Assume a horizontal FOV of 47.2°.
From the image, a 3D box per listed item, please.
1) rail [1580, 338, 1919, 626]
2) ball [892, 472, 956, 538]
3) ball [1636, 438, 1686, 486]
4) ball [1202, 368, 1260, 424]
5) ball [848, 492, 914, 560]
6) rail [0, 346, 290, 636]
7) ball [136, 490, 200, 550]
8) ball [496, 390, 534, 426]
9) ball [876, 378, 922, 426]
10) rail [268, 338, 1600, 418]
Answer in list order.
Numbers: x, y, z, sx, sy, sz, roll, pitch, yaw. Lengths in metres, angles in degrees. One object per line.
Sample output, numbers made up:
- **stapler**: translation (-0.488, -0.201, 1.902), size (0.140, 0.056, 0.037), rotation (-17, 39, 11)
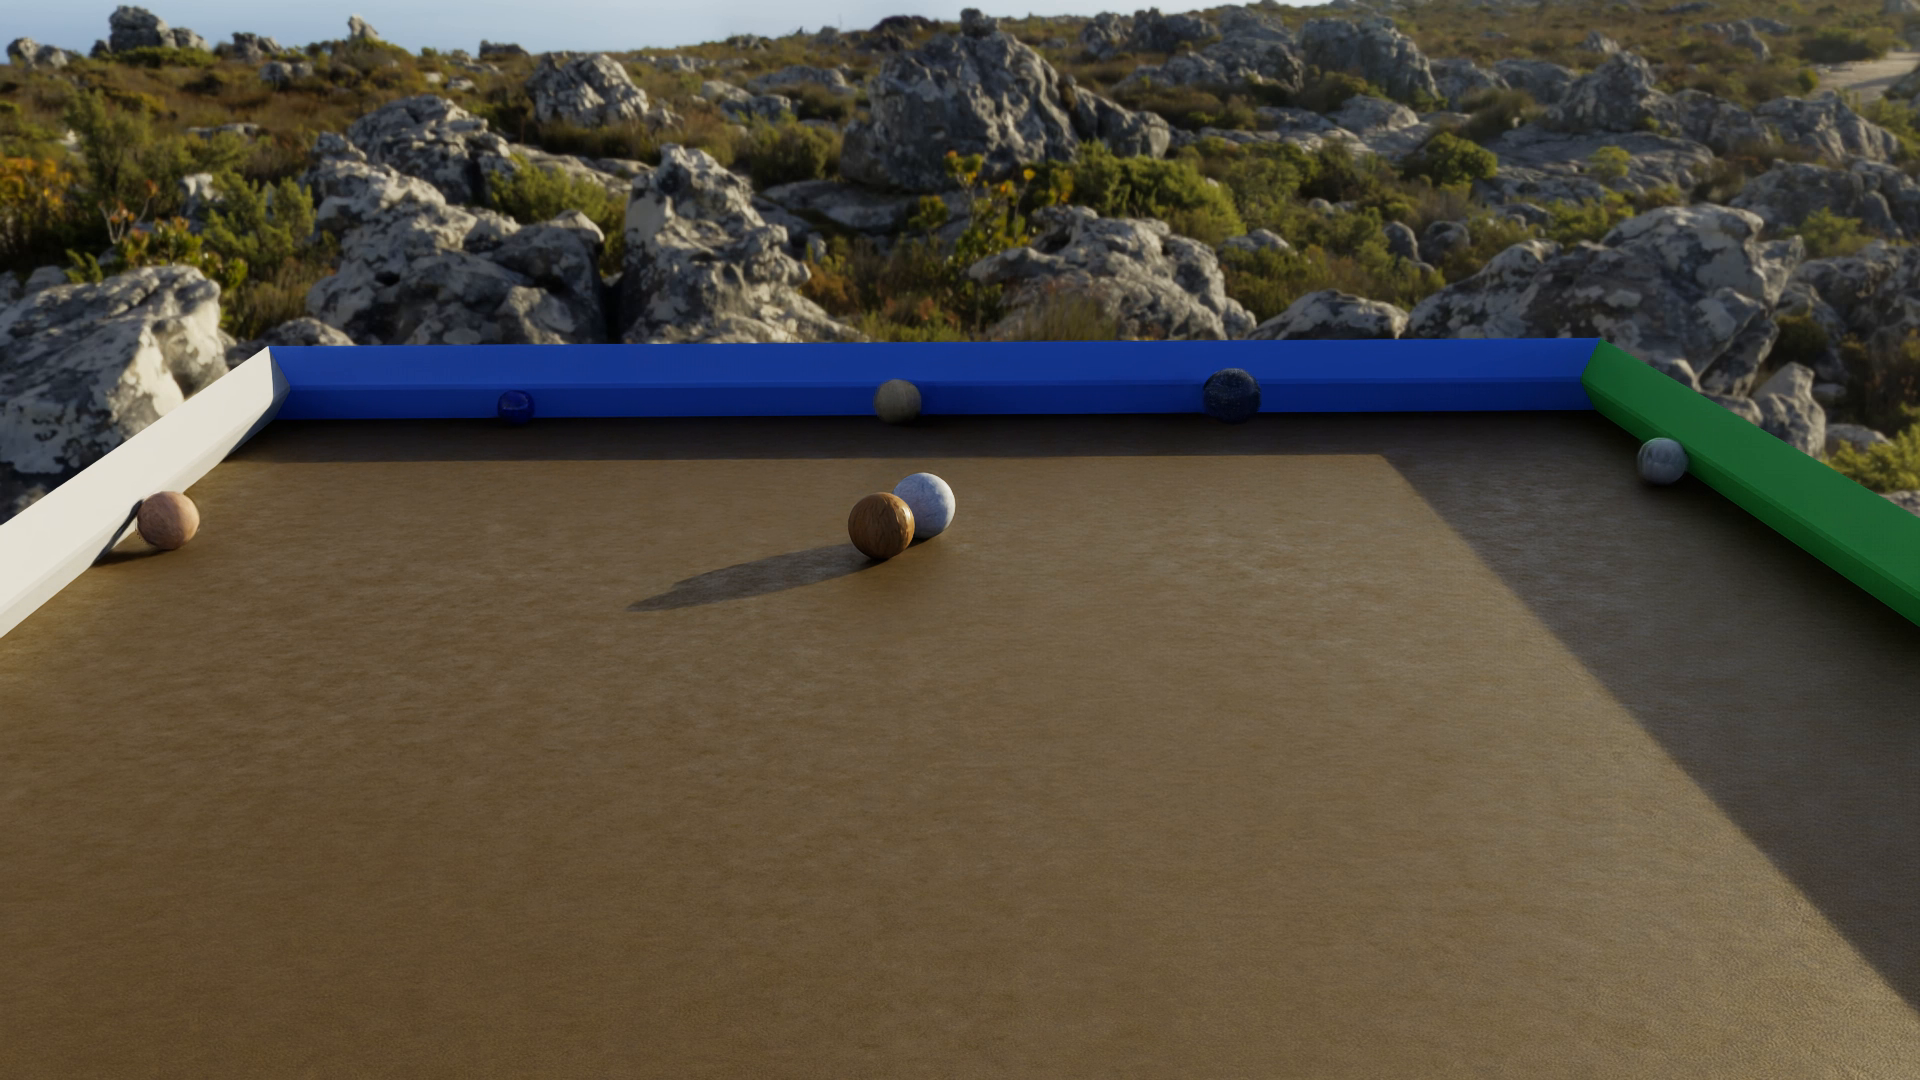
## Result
- **rail**: translation (1.137, 0.221, 1.939), size (0.045, 0.123, 3.805), rotation (-1, 15, -2)
- **ball**: translation (-0.051, -0.046, 2.975), size (0.089, 0.089, 0.089), rotation (0, 15, 0)
- **ball**: translation (1.041, -0.117, 3.264), size (0.071, 0.071, 0.071), rotation (0, 15, 0)
- **ball**: translation (0.452, -0.240, 3.667), size (0.095, 0.095, 0.095), rotation (0, 15, 0)
- **ball**: translation (-0.103, -0.019, 2.879), size (0.088, 0.088, 0.088), rotation (0, 15, 0)
- **rail**: translation (-1.073, 0.241, 1.867), size (0.045, 0.123, 3.805), rotation (-1, 15, -2)
- **ball**: translation (-1.054, -0.027, 2.926), size (0.078, 0.078, 0.078), rotation (0, 15, 0)
- **ball**: translation (-0.741, -0.220, 3.661), size (0.060, 0.060, 0.060), rotation (0, 15, 0)
- **ball**: translation (-0.102, -0.230, 3.663), size (0.077, 0.077, 0.077), rotation (0, 15, 0)
- **rail**: translation (-0.032, -0.269, 3.713), size (2.258, 0.123, 0.045), rotation (-1, 15, -2)
